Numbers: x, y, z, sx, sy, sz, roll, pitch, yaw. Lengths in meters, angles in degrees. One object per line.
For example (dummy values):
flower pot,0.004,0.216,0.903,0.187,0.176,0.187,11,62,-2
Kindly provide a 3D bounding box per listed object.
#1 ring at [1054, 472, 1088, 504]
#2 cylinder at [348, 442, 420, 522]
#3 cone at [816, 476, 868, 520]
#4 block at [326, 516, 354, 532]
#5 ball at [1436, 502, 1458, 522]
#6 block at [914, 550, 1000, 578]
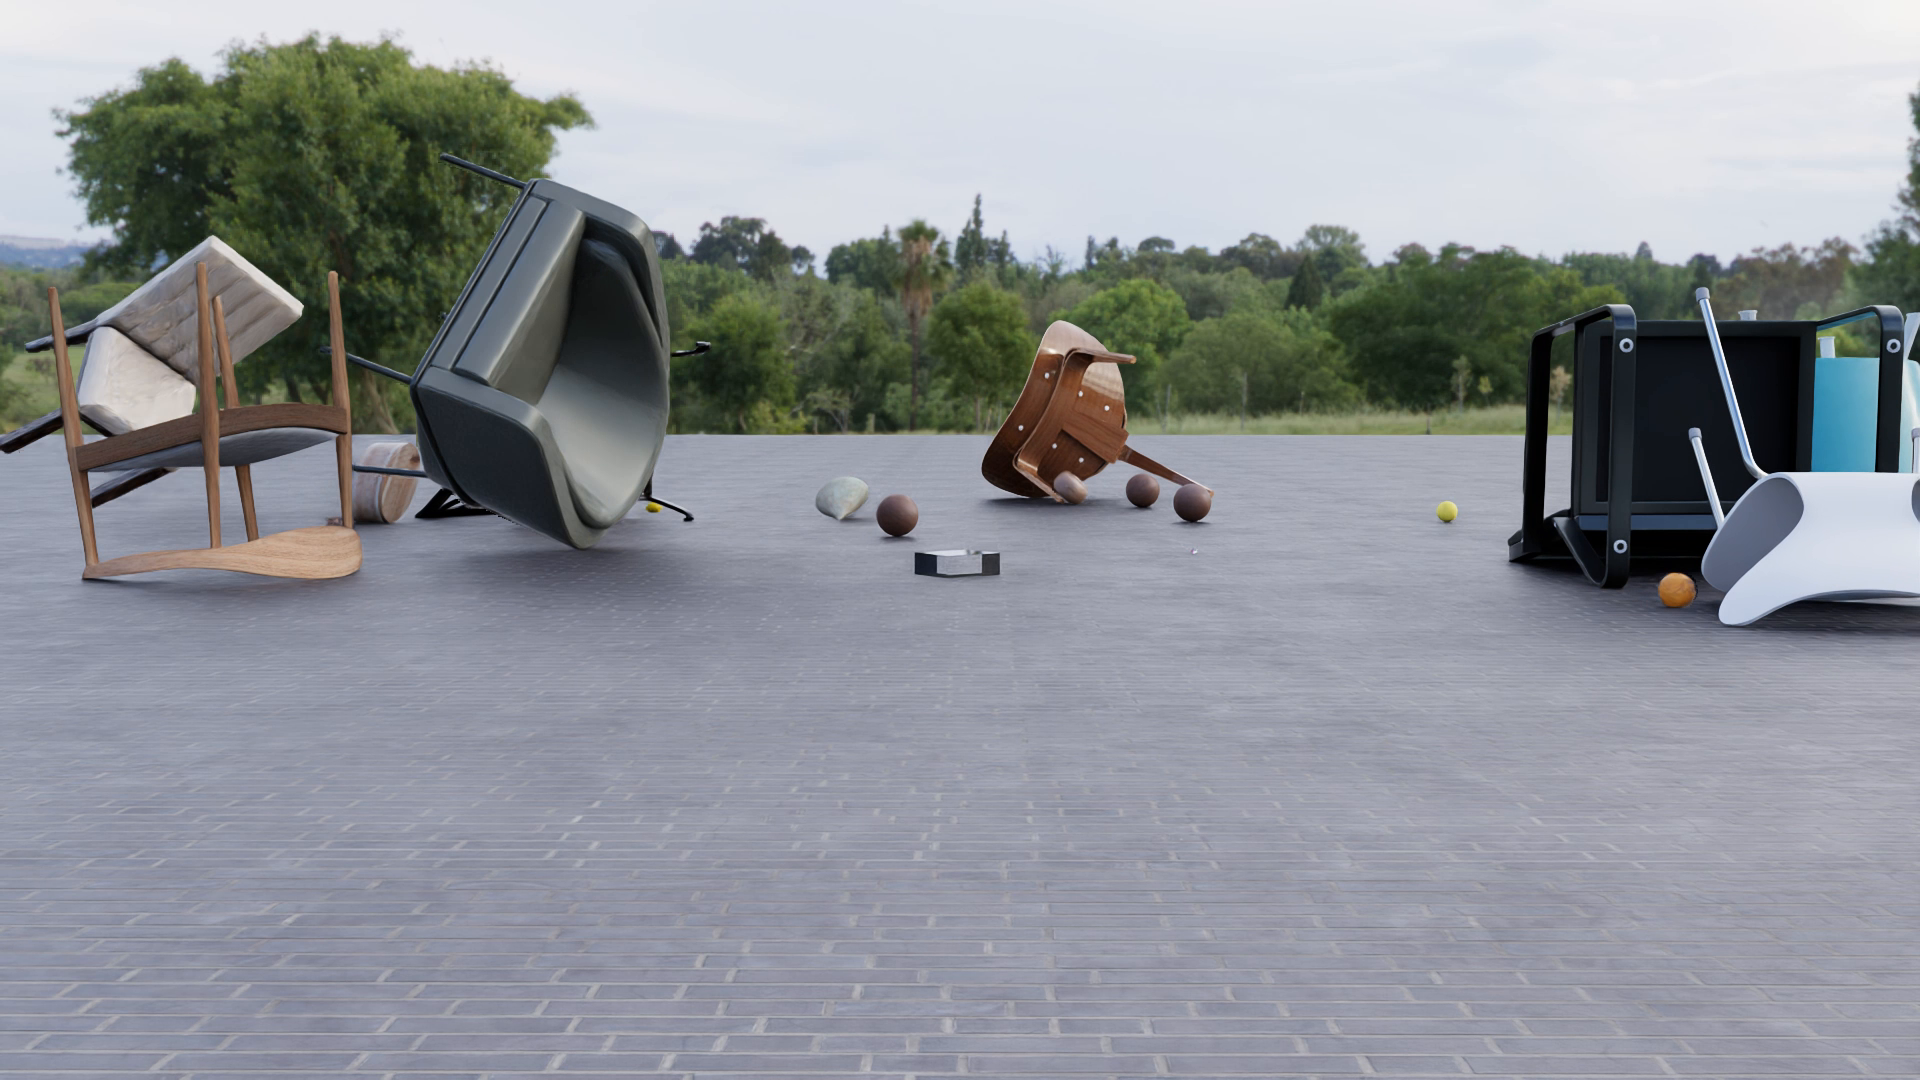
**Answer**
ring,0.433,-0.204,8.593,0.140,0.082,0.199,42,8,-2
cylinder,-1.951,-0.195,7.453,0.136,0.294,0.162,2,-27,24
cone,-0.414,-0.109,7.610,0.201,0.147,0.156,-27,27,17
block,-1.960,-0.049,6.948,0.079,0.043,0.083,-2,4,-22
ball,1.647,-0.096,7.437,0.070,0.070,0.070,0,4,0
block,-0.007,0.057,5.322,0.157,0.053,0.135,-3,5,-36
